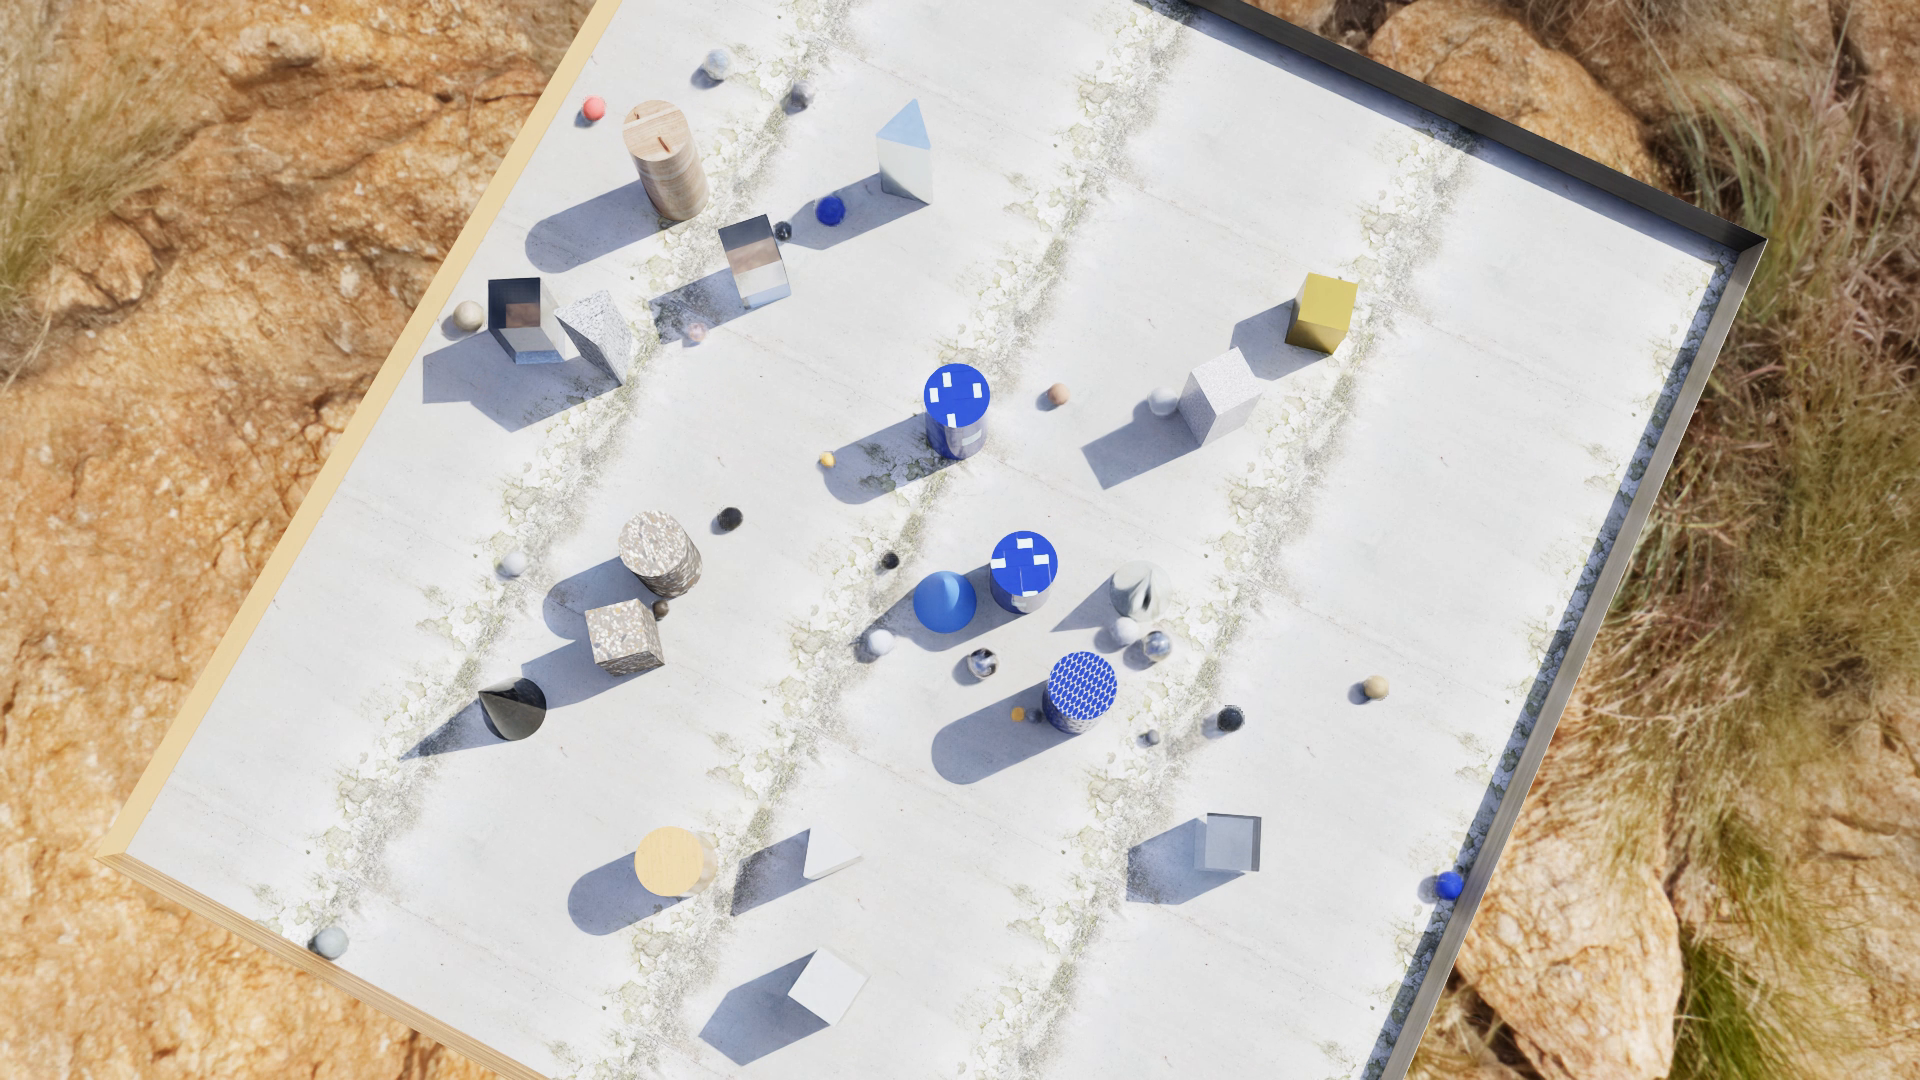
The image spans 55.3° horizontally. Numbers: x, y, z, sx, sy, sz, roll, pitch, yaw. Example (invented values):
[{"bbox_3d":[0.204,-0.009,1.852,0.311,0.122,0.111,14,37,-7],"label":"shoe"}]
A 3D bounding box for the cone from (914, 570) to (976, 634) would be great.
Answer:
[{"bbox_3d":[-0.046,0.152,5.400,0.194,0.363,0.194,0,78,0],"label":"cone"}]

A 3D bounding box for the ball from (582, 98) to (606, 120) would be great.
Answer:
[{"bbox_3d":[-1.170,-1.379,5.865,0.072,0.072,0.072,0,78,0],"label":"ball"}]

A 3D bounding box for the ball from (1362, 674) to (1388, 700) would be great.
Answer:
[{"bbox_3d":[1.244,0.441,5.488,0.073,0.073,0.073,0,78,0],"label":"ball"}]

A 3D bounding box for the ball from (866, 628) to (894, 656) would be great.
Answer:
[{"bbox_3d":[-0.239,0.306,5.511,0.083,0.083,0.083,0,78,0],"label":"ball"}]

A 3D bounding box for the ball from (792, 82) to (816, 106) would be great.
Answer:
[{"bbox_3d":[-0.502,-1.429,5.873,0.078,0.078,0.078,0,78,0],"label":"ball"}]

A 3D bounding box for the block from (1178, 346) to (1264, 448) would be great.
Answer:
[{"bbox_3d":[0.778,-0.425,5.516,0.155,0.370,0.155,-27,80,-5],"label":"block"}]

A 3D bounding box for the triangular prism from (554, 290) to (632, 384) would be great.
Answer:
[{"bbox_3d":[-1.072,-0.630,5.534,0.168,0.417,0.145,35,80,7],"label":"triangular prism"}]

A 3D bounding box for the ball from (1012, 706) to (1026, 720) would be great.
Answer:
[{"bbox_3d":[0.174,0.519,5.488,0.041,0.041,0.041,0,78,0],"label":"ball"}]

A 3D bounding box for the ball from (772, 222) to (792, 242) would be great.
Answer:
[{"bbox_3d":[-0.561,-0.974,5.786,0.063,0.063,0.063,0,78,0],"label":"ball"}]

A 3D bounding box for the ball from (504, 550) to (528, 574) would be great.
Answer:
[{"bbox_3d":[-1.349,0.069,5.565,0.074,0.074,0.074,0,78,0],"label":"ball"}]

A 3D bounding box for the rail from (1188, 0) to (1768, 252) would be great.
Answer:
[{"bbox_3d":[0.870,-1.697,5.902,3.638,0.126,0.045,26,80,5],"label":"rail"}]

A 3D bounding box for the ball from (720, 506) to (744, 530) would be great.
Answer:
[{"bbox_3d":[-0.698,-0.068,5.594,0.071,0.071,0.071,0,78,0],"label":"ball"}]

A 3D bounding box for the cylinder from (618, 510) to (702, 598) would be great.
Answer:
[{"bbox_3d":[-0.883,0.045,5.427,0.194,0.353,0.194,0,78,0],"label":"cylinder"}]

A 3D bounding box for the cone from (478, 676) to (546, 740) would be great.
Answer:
[{"bbox_3d":[-1.340,0.464,5.301,0.194,0.431,0.194,0,78,0],"label":"cone"}]

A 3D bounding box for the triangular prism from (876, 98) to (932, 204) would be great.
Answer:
[{"bbox_3d":[-0.151,-1.204,5.650,0.168,0.422,0.145,14,79,3],"label":"triangular prism"}]

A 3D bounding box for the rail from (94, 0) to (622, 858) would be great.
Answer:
[{"bbox_3d":[-1.606,-0.780,5.713,0.045,0.126,3.936,26,80,5],"label":"rail"}]

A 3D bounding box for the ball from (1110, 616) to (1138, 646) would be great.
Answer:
[{"bbox_3d":[0.495,0.275,5.515,0.088,0.088,0.088,0,78,0],"label":"ball"}]

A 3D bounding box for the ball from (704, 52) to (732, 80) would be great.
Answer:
[{"bbox_3d":[-0.778,-1.523,5.886,0.090,0.090,0.090,0,78,0],"label":"ball"}]

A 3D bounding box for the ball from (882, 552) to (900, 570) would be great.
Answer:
[{"bbox_3d":[-0.211,0.064,5.575,0.055,0.055,0.055,0,78,0],"label":"ball"}]

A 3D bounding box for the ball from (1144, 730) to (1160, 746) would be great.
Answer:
[{"bbox_3d":[0.575,0.589,5.471,0.047,0.047,0.047,0,78,0],"label":"ball"}]

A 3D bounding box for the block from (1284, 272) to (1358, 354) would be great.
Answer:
[{"bbox_3d":[1.111,-0.695,5.641,0.155,0.234,0.155,14,79,3],"label":"block"}]

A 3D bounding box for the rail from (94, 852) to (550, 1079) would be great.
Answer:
[{"bbox_3d":[-0.870,1.710,5.197,3.638,0.126,0.045,26,80,5],"label":"rail"}]

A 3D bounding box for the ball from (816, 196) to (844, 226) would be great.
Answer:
[{"bbox_3d":[-0.410,-1.041,5.785,0.093,0.093,0.093,0,78,0],"label":"ball"}]

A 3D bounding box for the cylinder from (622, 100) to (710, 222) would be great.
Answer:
[{"bbox_3d":[-0.895,-1.155,5.614,0.194,0.472,0.194,0,78,0],"label":"cylinder"}]

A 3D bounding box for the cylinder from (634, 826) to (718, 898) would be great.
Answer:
[{"bbox_3d":[-0.814,0.929,5.272,0.194,0.299,0.194,0,78,0],"label":"cylinder"}]

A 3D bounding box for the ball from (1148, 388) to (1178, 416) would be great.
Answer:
[{"bbox_3d":[0.628,-0.427,5.659,0.090,0.090,0.090,0,78,0],"label":"ball"}]

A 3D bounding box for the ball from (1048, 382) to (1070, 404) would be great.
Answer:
[{"bbox_3d":[0.304,-0.453,5.676,0.067,0.067,0.067,0,78,0],"label":"ball"}]

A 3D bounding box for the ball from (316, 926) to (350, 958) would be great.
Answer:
[{"bbox_3d":[-1.825,1.170,5.327,0.092,0.092,0.092,0,78,0],"label":"ball"}]

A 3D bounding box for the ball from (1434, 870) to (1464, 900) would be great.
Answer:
[{"bbox_3d":[1.431,1.010,5.365,0.082,0.082,0.082,0,78,0],"label":"ball"}]

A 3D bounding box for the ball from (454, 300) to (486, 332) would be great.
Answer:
[{"bbox_3d":[-1.529,-0.699,5.712,0.097,0.097,0.097,0,78,0],"label":"ball"}]

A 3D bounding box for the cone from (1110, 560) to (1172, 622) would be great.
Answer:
[{"bbox_3d":[0.552,0.120,5.414,0.194,0.348,0.194,0,78,0],"label":"cone"}]

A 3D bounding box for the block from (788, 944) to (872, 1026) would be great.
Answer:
[{"bbox_3d":[-0.362,1.255,5.175,0.155,0.356,0.155,33,80,6],"label":"block"}]

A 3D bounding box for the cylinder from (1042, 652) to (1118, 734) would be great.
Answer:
[{"bbox_3d":[0.343,0.448,5.316,0.194,0.407,0.194,0,78,0],"label":"cylinder"}]

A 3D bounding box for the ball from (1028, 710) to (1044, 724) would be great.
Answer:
[{"bbox_3d":[0.226,0.529,5.484,0.046,0.046,0.046,0,78,0],"label":"ball"}]

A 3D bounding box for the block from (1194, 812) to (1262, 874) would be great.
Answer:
[{"bbox_3d":[0.774,0.880,5.308,0.155,0.248,0.155,4,78,1],"label":"block"}]

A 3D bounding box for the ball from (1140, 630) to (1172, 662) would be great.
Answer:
[{"bbox_3d":[0.590,0.319,5.503,0.094,0.094,0.094,0,78,0],"label":"ball"}]

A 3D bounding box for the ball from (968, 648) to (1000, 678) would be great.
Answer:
[{"bbox_3d":[0.071,0.369,5.493,0.093,0.093,0.093,0,78,0],"label":"ball"}]

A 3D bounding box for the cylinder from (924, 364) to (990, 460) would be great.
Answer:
[{"bbox_3d":[-0.009,-0.381,5.499,0.194,0.384,0.194,0,78,0],"label":"cylinder"}]

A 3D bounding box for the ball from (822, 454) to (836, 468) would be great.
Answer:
[{"bbox_3d":[-0.405,-0.244,5.645,0.044,0.044,0.044,0,78,0],"label":"ball"}]

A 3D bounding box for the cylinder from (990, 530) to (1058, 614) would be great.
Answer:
[{"bbox_3d":[0.186,0.099,5.436,0.194,0.313,0.194,0,78,0],"label":"cylinder"}]

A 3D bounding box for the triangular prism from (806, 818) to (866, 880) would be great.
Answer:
[{"bbox_3d":[-0.384,0.875,5.287,0.168,0.291,0.145,-22,79,-4],"label":"triangular prism"}]

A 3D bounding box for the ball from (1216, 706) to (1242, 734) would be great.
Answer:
[{"bbox_3d":[0.804,0.537,5.466,0.078,0.078,0.078,0,78,0],"label":"ball"}]

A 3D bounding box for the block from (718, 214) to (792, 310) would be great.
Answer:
[{"bbox_3d":[-0.628,-0.851,5.632,0.155,0.315,0.155,-19,79,-4],"label":"block"}]

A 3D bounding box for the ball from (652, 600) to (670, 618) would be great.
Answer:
[{"bbox_3d":[-0.905,0.210,5.547,0.052,0.052,0.052,0,78,0],"label":"ball"}]

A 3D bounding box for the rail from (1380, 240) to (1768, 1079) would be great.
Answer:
[{"bbox_3d":[1.606,0.793,5.387,0.045,0.126,3.936,26,80,5],"label":"rail"}]

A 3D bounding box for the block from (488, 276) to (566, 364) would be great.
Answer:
[{"bbox_3d":[-1.315,-0.664,5.577,0.155,0.347,0.155,-3,78,-1],"label":"block"}]

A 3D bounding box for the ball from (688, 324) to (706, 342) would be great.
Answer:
[{"bbox_3d":[-0.819,-0.645,5.722,0.054,0.054,0.054,0,78,0],"label":"ball"}]

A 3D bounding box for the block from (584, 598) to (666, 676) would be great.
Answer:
[{"bbox_3d":[-0.984,0.291,5.400,0.155,0.306,0.155,-14,79,-3],"label":"block"}]
